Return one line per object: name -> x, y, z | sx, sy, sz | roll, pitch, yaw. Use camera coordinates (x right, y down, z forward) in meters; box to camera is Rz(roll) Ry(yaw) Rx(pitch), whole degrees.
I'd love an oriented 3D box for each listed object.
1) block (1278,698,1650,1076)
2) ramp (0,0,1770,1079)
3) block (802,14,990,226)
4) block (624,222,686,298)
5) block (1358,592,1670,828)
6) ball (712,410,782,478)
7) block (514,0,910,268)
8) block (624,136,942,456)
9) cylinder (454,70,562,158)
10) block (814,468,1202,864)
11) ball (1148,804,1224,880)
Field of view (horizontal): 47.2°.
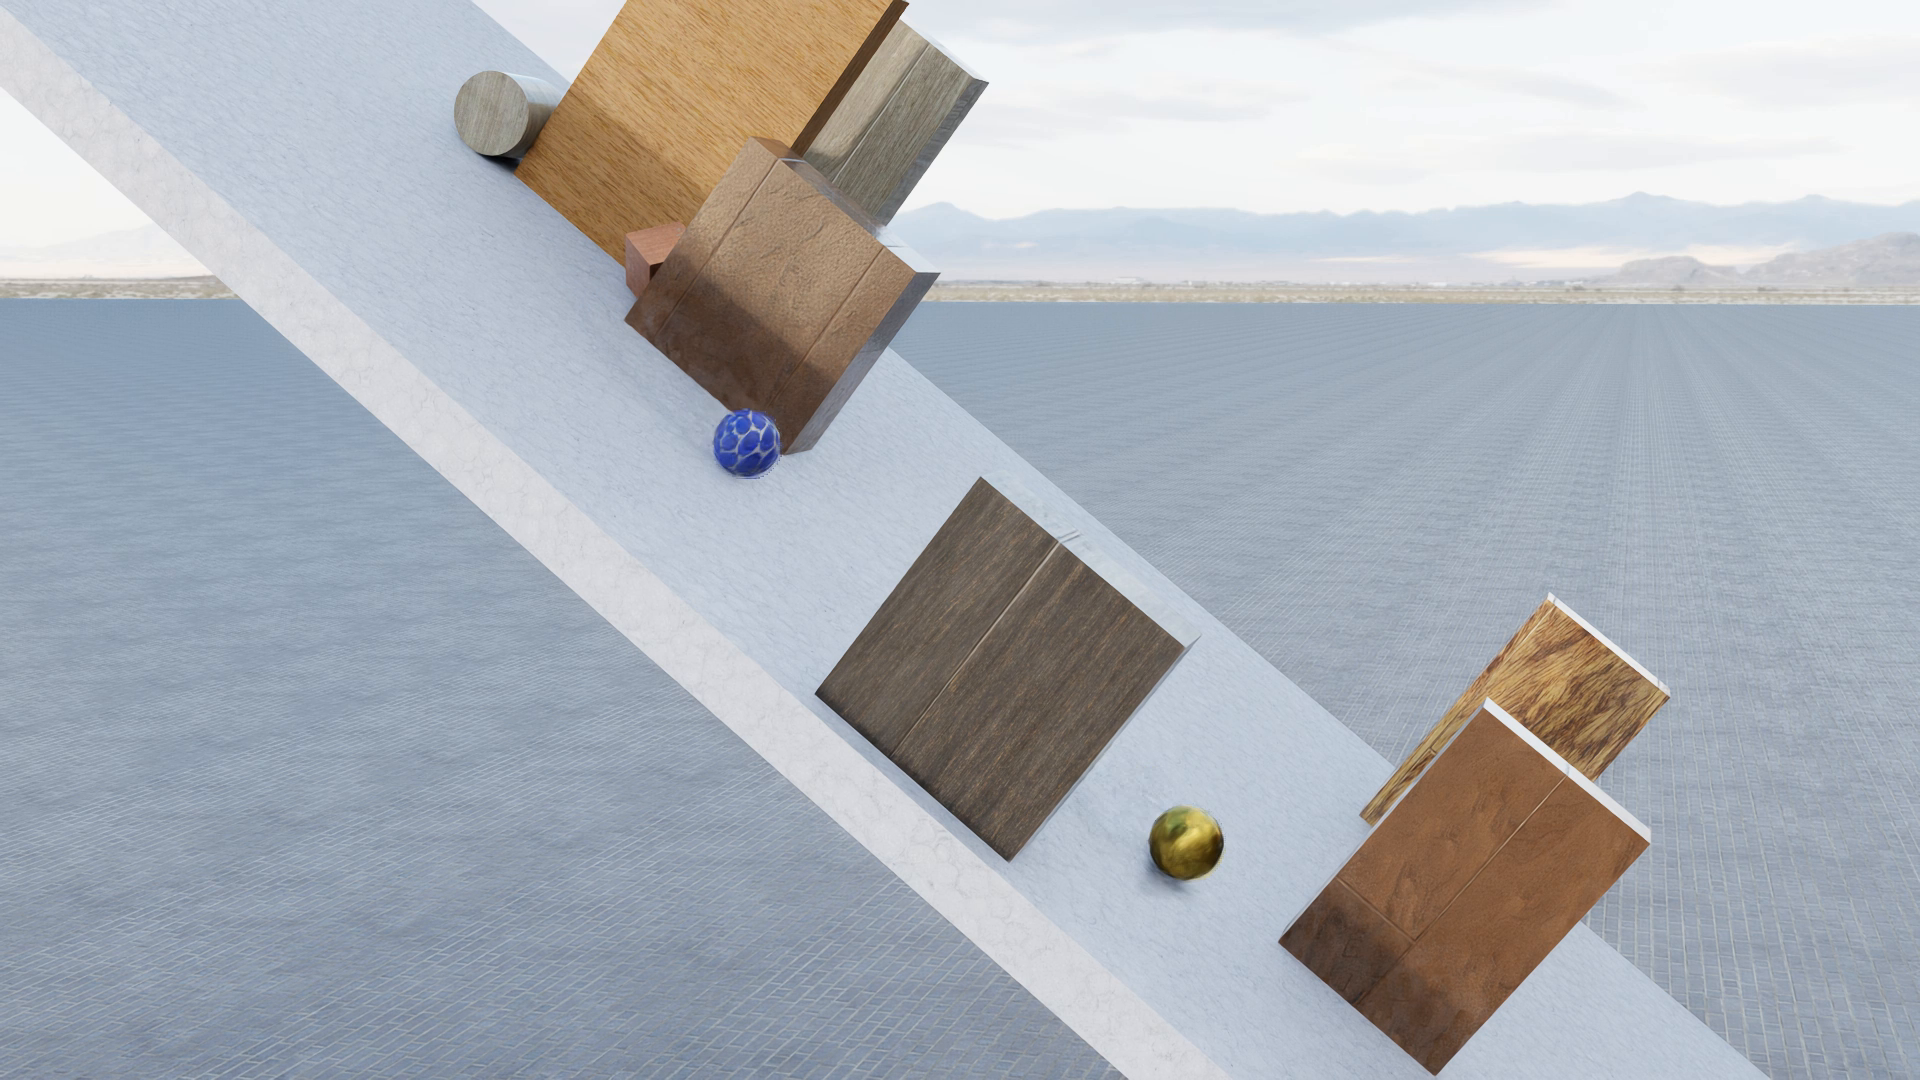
block -> 0.783, 0.542, 3.437 | 0.317, 0.503, 0.086 | 40, 16, 9
ramp -> -0.034, 0.088, 4.055 | 4.000, 0.100, 2.000 | 40, 16, 9
block -> -0.305, -0.872, 4.799 | 0.435, 0.641, 0.122 | 40, 16, 9
block -> -0.555, -0.512, 4.140 | 0.113, 0.113, 0.113 | -17, 46, -25
block -> 1.082, 0.417, 4.308 | 0.292, 0.569, 0.096 | 40, 16, 9
ball -> -0.356, -0.161, 3.671 | 0.114, 0.114, 0.114 | 0, 7, 0
block -> -0.486, -0.864, 4.225 | 0.436, 0.730, 0.088 | 40, 16, 9
block -> -0.322, -0.440, 3.976 | 0.391, 0.412, 0.142 | 40, 16, 9
cylinder -> -0.884, -0.836, 4.333 | 0.162, 0.162, 0.162 | 2, 7, 17
block -> 0.066, 0.175, 3.106 | 0.366, 0.403, 0.121 | 40, 16, 9
ball -> 0.352, 0.470, 3.420 | 0.116, 0.116, 0.116 | 0, 7, 0
